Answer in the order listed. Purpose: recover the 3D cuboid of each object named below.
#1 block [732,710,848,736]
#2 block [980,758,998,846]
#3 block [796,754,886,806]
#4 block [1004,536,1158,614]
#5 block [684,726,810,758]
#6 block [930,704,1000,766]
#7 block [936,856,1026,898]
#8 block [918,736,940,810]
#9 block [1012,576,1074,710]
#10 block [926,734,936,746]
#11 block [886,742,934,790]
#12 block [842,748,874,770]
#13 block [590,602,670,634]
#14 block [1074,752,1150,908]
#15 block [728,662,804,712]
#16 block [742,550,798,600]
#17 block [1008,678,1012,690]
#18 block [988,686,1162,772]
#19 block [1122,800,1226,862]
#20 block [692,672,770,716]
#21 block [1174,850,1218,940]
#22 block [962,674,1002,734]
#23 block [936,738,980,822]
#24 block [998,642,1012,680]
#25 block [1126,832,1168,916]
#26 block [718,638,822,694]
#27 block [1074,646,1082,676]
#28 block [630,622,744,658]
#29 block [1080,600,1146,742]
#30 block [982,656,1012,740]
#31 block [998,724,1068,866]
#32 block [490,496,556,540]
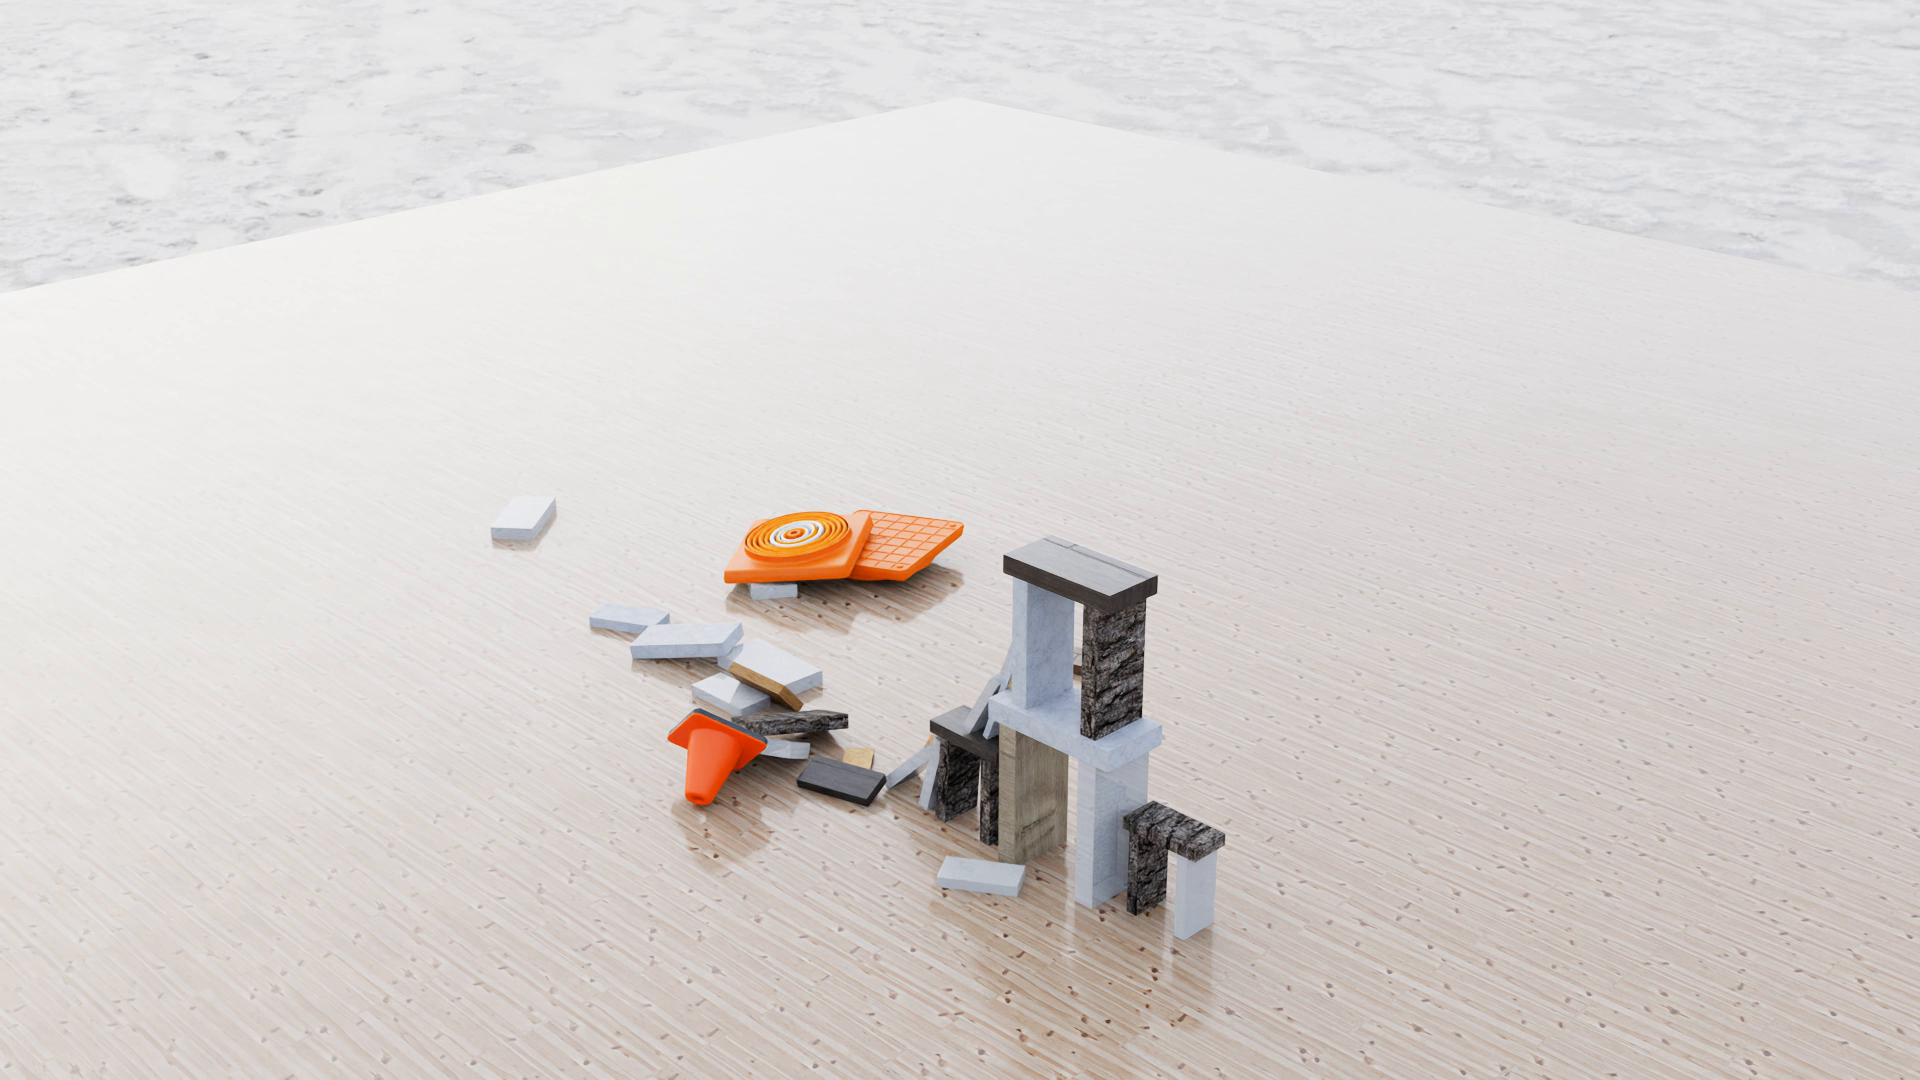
[{"bbox_3d":[-0.363,0.391,4.704,0.224,0.032,0.112,-2,2,-33],"label":"block"},{"bbox_3d":[0.082,0.500,4.341,0.094,0.188,0.027,-21,32,-41],"label":"block"},{"bbox_3d":[-0.245,0.496,4.536,0.170,0.022,0.078,12,42,27],"label":"block"},{"bbox_3d":[0.218,0.062,4.014,0.131,0.037,0.262,-21,31,-41],"label":"block"},{"bbox_3d":[-0.448,0.428,4.643,0.236,0.033,0.118,7,-4,16],"label":"block"},{"bbox_3d":[0.039,0.384,4.339,0.094,0.027,0.188,-21,31,-40],"label":"block"},{"bbox_3d":[0.041,0.644,4.214,0.157,0.022,0.078,5,24,12],"label":"block"},{"bbox_3d":[-0.029,0.459,4.452,0.088,0.176,0.025,-22,47,-41],"label":"block"},{"bbox_3d":[0.157,0.175,4.129,0.037,0.262,0.131,21,31,41],"label":"block"},{"bbox_3d":[-0.011,0.443,4.695,0.121,0.017,0.061,5,23,12],"label":"block"},{"bbox_3d":[-0.079,0.454,4.510,0.088,0.025,0.176,-22,-13,-41],"label":"block"},{"bbox_3d":[-0.216,0.474,4.623,0.061,0.017,0.121,1,23,3],"label":"block"},{"bbox_3d":[-0.793,0.190,5.282,0.171,0.024,0.086,8,24,17],"label":"block"},{"bbox_3d":[0.286,0.527,4.132,0.043,0.302,0.151,21,31,41],"label":"block"},{"bbox_3d":[-0.432,0.327,4.887,0.171,0.085,0.024,21,70,40],"label":"block"},{"bbox_3d":[-0.479,0.086,5.518,0.112,0.032,0.224,-5,23,-11],"label":"block"},{"bbox_3d":[0.125,0.242,4.187,0.048,0.095,0.014,-21,51,-40],"label":"block"},{"bbox_3d":[0.214,0.340,4.130,0.302,0.043,0.151,21,31,41],"label":"block"},{"bbox_3d":[0.392,0.533,4.033,0.172,0.024,0.086,21,31,41],"label":"block"},{"bbox_3d":[-0.512,0.347,4.912,0.171,0.024,0.086,21,31,40],"label":"block"},{"bbox_3d":[0.432,0.639,4.034,0.024,0.172,0.086,21,31,41],"label":"block"},{"bbox_3d":[0.067,0.311,4.289,0.078,0.157,0.022,-20,61,-39],"label":"block"},{"bbox_3d":[-0.002,0.467,4.418,0.027,0.188,0.094,26,34,37],"label":"block"},{"bbox_3d":[0.107,0.227,4.203,0.048,0.095,0.014,-20,51,-39],"label":"block"},{"bbox_3d":[0.351,0.608,4.108,0.024,0.172,0.086,21,31,41],"label":"block"},{"bbox_3d":[-0.436,0.293,5.029,0.118,0.033,0.236,-20,30,-39],"label":"block"},{"bbox_3d":[0.291,0.283,5.063,0.176,0.025,0.088,10,25,23],"label":"block"},{"bbox_3d":[-0.636,0.234,5.119,0.236,0.033,0.118,-2,21,19],"label":"block"},{"bbox_3d":[0.280,0.223,4.015,0.131,0.262,0.037,-21,31,-41],"label":"block"},{"bbox_3d":[0.094,0.294,4.241,0.048,0.226,0.014,-20,51,-39],"label":"block"},{"bbox_3d":[0.143,0.471,4.263,0.043,0.302,0.151,21,31,41],"label":"block"},{"bbox_3d":[-1.162,-0.060,5.862,0.112,0.032,0.224,2,23,5],"label":"block"}]
